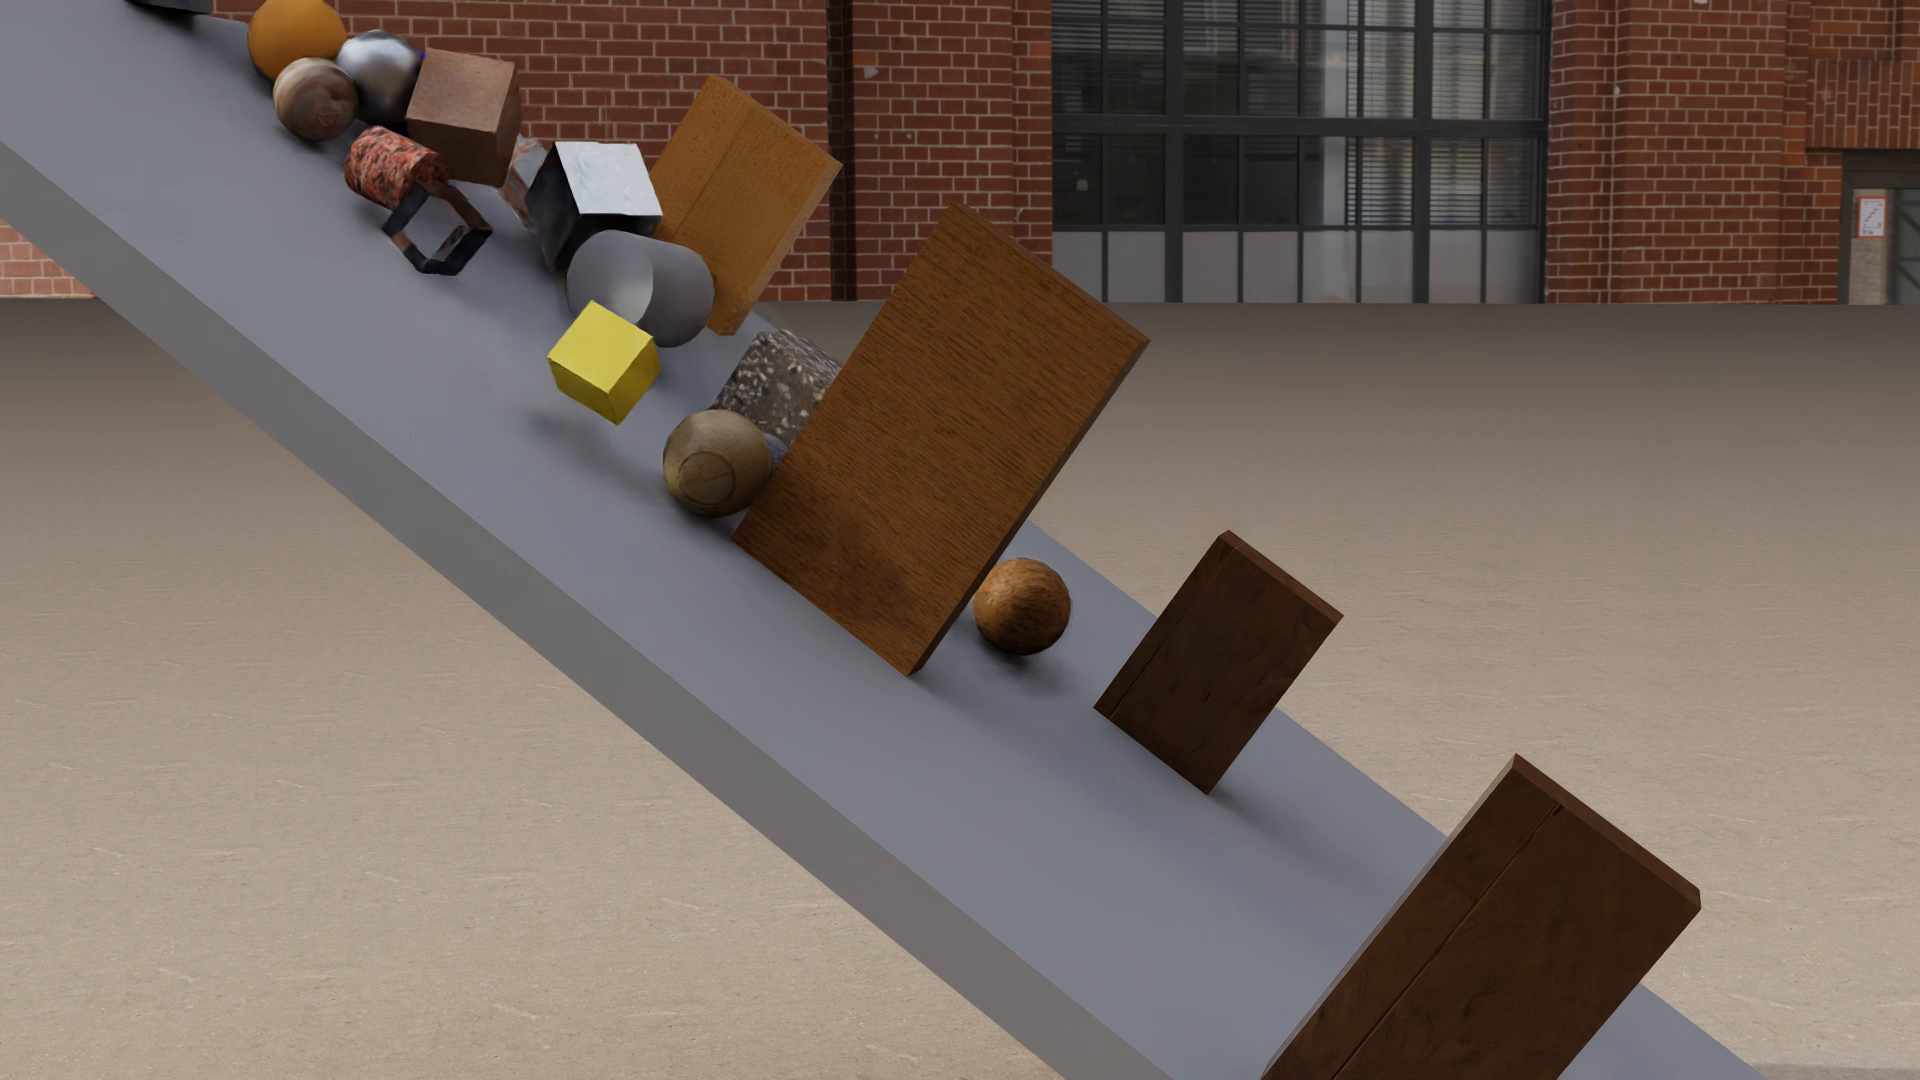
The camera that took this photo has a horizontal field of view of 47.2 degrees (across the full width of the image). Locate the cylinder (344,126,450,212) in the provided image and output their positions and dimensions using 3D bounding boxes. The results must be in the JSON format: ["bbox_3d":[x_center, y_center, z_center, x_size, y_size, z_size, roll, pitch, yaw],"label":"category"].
[{"bbox_3d":[-1.045,-0.681,4.081,0.134,0.134,0.134,27,16,18],"label":"cylinder"}]

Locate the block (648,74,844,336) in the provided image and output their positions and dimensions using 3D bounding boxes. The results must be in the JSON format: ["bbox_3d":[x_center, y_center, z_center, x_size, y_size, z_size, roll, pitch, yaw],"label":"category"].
[{"bbox_3d":[-0.521,-0.730,4.823,0.336,0.453,0.084,37,16,10],"label":"block"}]

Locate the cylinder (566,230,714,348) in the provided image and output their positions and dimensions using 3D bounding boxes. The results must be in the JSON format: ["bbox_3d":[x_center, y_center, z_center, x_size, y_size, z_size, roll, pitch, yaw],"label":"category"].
[{"bbox_3d":[-0.629,-0.493,4.334,0.207,0.207,0.207,4,0,27],"label":"cylinder"}]

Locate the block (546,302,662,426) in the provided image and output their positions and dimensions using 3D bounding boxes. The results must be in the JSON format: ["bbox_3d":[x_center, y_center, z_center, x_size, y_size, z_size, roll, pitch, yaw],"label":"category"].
[{"bbox_3d":[-0.597,-0.297,3.700,0.125,0.125,0.125,31,-19,12],"label":"block"}]

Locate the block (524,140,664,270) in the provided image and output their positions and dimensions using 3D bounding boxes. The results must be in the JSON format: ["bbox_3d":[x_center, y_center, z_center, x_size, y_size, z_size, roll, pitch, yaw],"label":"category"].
[{"bbox_3d":[-0.743,-0.674,4.454,0.183,0.183,0.183,-5,-29,-35],"label":"block"}]

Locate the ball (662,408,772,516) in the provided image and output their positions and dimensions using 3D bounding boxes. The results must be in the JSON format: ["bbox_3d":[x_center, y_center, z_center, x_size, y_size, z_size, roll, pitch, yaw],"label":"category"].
[{"bbox_3d":[-0.414,-0.132,3.748,0.185,0.185,0.185,0,7,0],"label":"ball"}]

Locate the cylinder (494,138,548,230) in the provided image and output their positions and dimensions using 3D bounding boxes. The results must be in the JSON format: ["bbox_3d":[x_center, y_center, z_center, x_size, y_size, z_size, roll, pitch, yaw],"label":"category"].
[{"bbox_3d":[-0.896,-0.746,4.607,0.134,0.134,0.134,-29,27,16],"label":"cylinder"}]

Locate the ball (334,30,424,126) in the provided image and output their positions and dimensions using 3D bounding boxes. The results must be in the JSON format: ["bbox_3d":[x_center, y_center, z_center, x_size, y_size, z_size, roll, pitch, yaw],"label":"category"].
[{"bbox_3d":[-1.154,-0.919,4.374,0.187,0.187,0.187,0,7,0],"label":"ball"}]

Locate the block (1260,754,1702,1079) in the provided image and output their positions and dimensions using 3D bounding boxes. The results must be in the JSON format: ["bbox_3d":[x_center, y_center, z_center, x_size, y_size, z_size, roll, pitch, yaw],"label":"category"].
[{"bbox_3d":[0.719,0.626,3.073,0.305,0.588,0.100,37,16,10],"label":"block"}]

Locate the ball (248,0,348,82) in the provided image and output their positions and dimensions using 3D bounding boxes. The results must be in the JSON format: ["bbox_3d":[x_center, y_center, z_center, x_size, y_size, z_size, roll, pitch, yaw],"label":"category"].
[{"bbox_3d":[-1.340,-1.009,4.449,0.194,0.194,0.194,0,7,0],"label":"ball"}]

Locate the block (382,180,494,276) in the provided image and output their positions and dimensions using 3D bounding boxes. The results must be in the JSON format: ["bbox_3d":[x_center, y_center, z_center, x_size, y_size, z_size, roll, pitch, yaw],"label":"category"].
[{"bbox_3d":[-0.959,-0.571,4.039,0.117,0.117,0.117,48,18,12],"label":"block"}]

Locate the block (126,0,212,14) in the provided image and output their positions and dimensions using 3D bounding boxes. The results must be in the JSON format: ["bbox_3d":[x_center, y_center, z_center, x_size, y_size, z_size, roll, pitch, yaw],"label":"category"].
[{"bbox_3d":[-1.627,-1.178,4.445,0.195,0.195,0.195,2,11,-31],"label":"block"}]

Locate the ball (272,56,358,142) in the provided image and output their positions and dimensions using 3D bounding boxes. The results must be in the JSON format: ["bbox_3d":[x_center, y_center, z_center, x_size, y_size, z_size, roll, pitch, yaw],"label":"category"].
[{"bbox_3d":[-1.243,-0.850,4.240,0.160,0.160,0.160,0,7,0],"label":"ball"}]

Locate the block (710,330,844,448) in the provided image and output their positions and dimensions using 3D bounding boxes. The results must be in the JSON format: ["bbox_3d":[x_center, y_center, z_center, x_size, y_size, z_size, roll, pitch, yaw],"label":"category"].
[{"bbox_3d":[-0.334,-0.273,4.319,0.198,0.198,0.198,37,16,9],"label":"block"}]

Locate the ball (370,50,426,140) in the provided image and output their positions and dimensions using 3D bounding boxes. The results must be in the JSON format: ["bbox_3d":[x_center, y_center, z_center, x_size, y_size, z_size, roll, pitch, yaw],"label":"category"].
[{"bbox_3d":[-1.148,-0.922,4.580,0.198,0.198,0.198,0,7,0],"label":"ball"}]

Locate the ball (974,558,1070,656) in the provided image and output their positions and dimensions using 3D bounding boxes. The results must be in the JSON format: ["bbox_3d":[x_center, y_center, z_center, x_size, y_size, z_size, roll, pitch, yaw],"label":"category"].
[{"bbox_3d":[0.115,0.124,4.093,0.182,0.182,0.182,0,7,0],"label":"ball"}]

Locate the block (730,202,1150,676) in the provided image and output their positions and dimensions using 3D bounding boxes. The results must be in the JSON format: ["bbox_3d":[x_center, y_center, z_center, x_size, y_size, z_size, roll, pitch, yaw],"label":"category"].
[{"bbox_3d":[-0.040,-0.164,3.675,0.388,0.690,0.082,37,16,10],"label":"block"}]

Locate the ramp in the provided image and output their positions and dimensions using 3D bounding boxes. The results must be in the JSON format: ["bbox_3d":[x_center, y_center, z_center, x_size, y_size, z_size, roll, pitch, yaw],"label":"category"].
[{"bbox_3d":[-0.091,0.163,4.082,4.000,0.100,2.000,37,16,10],"label":"ramp"}]

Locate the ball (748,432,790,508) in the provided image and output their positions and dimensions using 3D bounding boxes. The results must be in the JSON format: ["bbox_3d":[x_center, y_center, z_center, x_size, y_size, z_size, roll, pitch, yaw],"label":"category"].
[{"bbox_3d":[-0.363,-0.124,3.928,0.139,0.139,0.139,0,7,0],"label":"ball"}]

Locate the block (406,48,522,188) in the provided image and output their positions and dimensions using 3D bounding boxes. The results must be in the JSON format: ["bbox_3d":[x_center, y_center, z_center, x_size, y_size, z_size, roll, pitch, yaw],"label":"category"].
[{"bbox_3d":[-0.984,-0.839,4.374,0.176,0.176,0.176,9,-28,-2],"label":"block"}]

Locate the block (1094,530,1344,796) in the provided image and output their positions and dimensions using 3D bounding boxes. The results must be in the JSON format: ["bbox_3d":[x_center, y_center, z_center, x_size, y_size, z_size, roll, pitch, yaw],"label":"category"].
[{"bbox_3d":[0.483,0.228,4.117,0.268,0.408,0.109,37,16,10],"label":"block"}]
